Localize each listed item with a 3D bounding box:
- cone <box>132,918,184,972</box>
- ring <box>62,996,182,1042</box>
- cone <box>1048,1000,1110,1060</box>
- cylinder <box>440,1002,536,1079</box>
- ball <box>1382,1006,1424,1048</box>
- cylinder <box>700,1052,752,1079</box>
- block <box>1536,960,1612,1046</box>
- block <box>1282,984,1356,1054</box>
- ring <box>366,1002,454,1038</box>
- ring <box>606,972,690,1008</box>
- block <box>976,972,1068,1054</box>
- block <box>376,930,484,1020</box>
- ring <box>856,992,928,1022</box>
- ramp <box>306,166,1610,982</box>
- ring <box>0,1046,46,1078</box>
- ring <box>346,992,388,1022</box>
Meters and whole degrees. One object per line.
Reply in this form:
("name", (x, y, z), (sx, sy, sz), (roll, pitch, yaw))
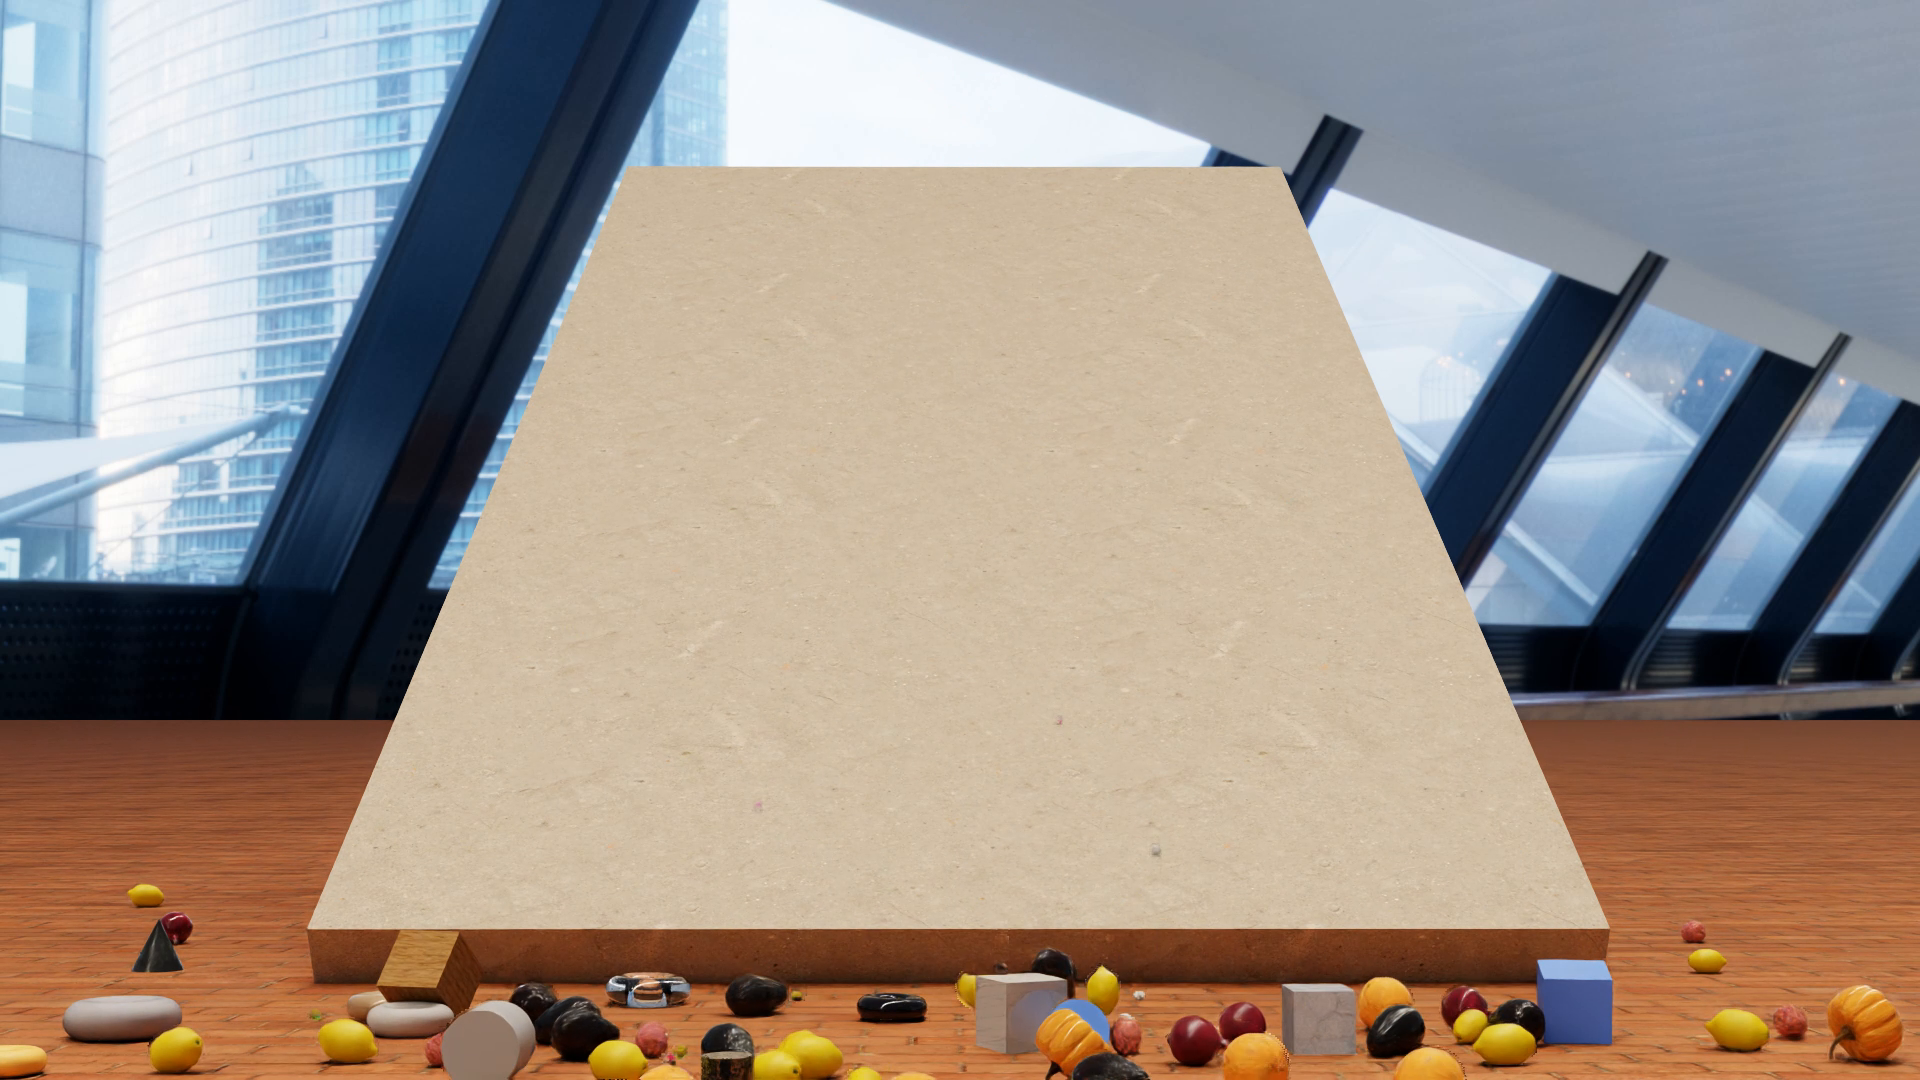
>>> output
("cone", (-1.306, 0.659, 3.836), (0.083, 0.083, 0.083), (0, -4, 0))
("ring", (-1.081, 0.618, 3.039), (0.146, 0.049, 0.146), (0, -5, 0))
("cone", (0.137, 0.612, 2.882), (0.077, 0.077, 0.077), (1, -31, -13))
("cylinder", (-0.531, 0.570, 2.656), (0.087, 0.087, 0.087), (0, -5, 3))
("ball", (0.555, 0.609, 2.944), (0.051, 0.051, 0.051), (0, -4, 0))
("cylinder", (-0.247, 0.573, 2.492), (0.055, 0.055, 0.055), (0, -4, 0))
("block", (0.784, 0.590, 3.006), (0.084, 0.084, 0.084), (-1, 6, 8))
("block", (0.445, 0.594, 2.920), (0.077, 0.077, 0.077), (0, -4, -3))
("ring", (-0.716, 0.625, 3.068), (0.112, 0.037, 0.112), (1, -4, 0))
("ring", (-0.449, 0.647, 3.387), (0.123, 0.041, 0.123), (1, -4, 0))
("block", (0.077, 0.591, 2.943), (0.086, 0.086, 0.086), (2, -5, -25))
("block", (-0.708, 0.586, 3.151), (0.090, 0.090, 0.090), (-1, -45, 18))
("ring", (-0.093, 0.638, 3.211), (0.098, 0.033, 0.098), (1, -4, 0))
("ramp", (-0.010, -0.229, 5.433), (2.000, 0.100, 4.000), (0, 26, 0))
("ring", (-1.104, 0.603, 2.721), (0.092, 0.031, 0.092), (0, -5, 0))
("ring", (-0.784, 0.637, 3.215), (0.106, 0.035, 0.106), (0, -5, 0))
